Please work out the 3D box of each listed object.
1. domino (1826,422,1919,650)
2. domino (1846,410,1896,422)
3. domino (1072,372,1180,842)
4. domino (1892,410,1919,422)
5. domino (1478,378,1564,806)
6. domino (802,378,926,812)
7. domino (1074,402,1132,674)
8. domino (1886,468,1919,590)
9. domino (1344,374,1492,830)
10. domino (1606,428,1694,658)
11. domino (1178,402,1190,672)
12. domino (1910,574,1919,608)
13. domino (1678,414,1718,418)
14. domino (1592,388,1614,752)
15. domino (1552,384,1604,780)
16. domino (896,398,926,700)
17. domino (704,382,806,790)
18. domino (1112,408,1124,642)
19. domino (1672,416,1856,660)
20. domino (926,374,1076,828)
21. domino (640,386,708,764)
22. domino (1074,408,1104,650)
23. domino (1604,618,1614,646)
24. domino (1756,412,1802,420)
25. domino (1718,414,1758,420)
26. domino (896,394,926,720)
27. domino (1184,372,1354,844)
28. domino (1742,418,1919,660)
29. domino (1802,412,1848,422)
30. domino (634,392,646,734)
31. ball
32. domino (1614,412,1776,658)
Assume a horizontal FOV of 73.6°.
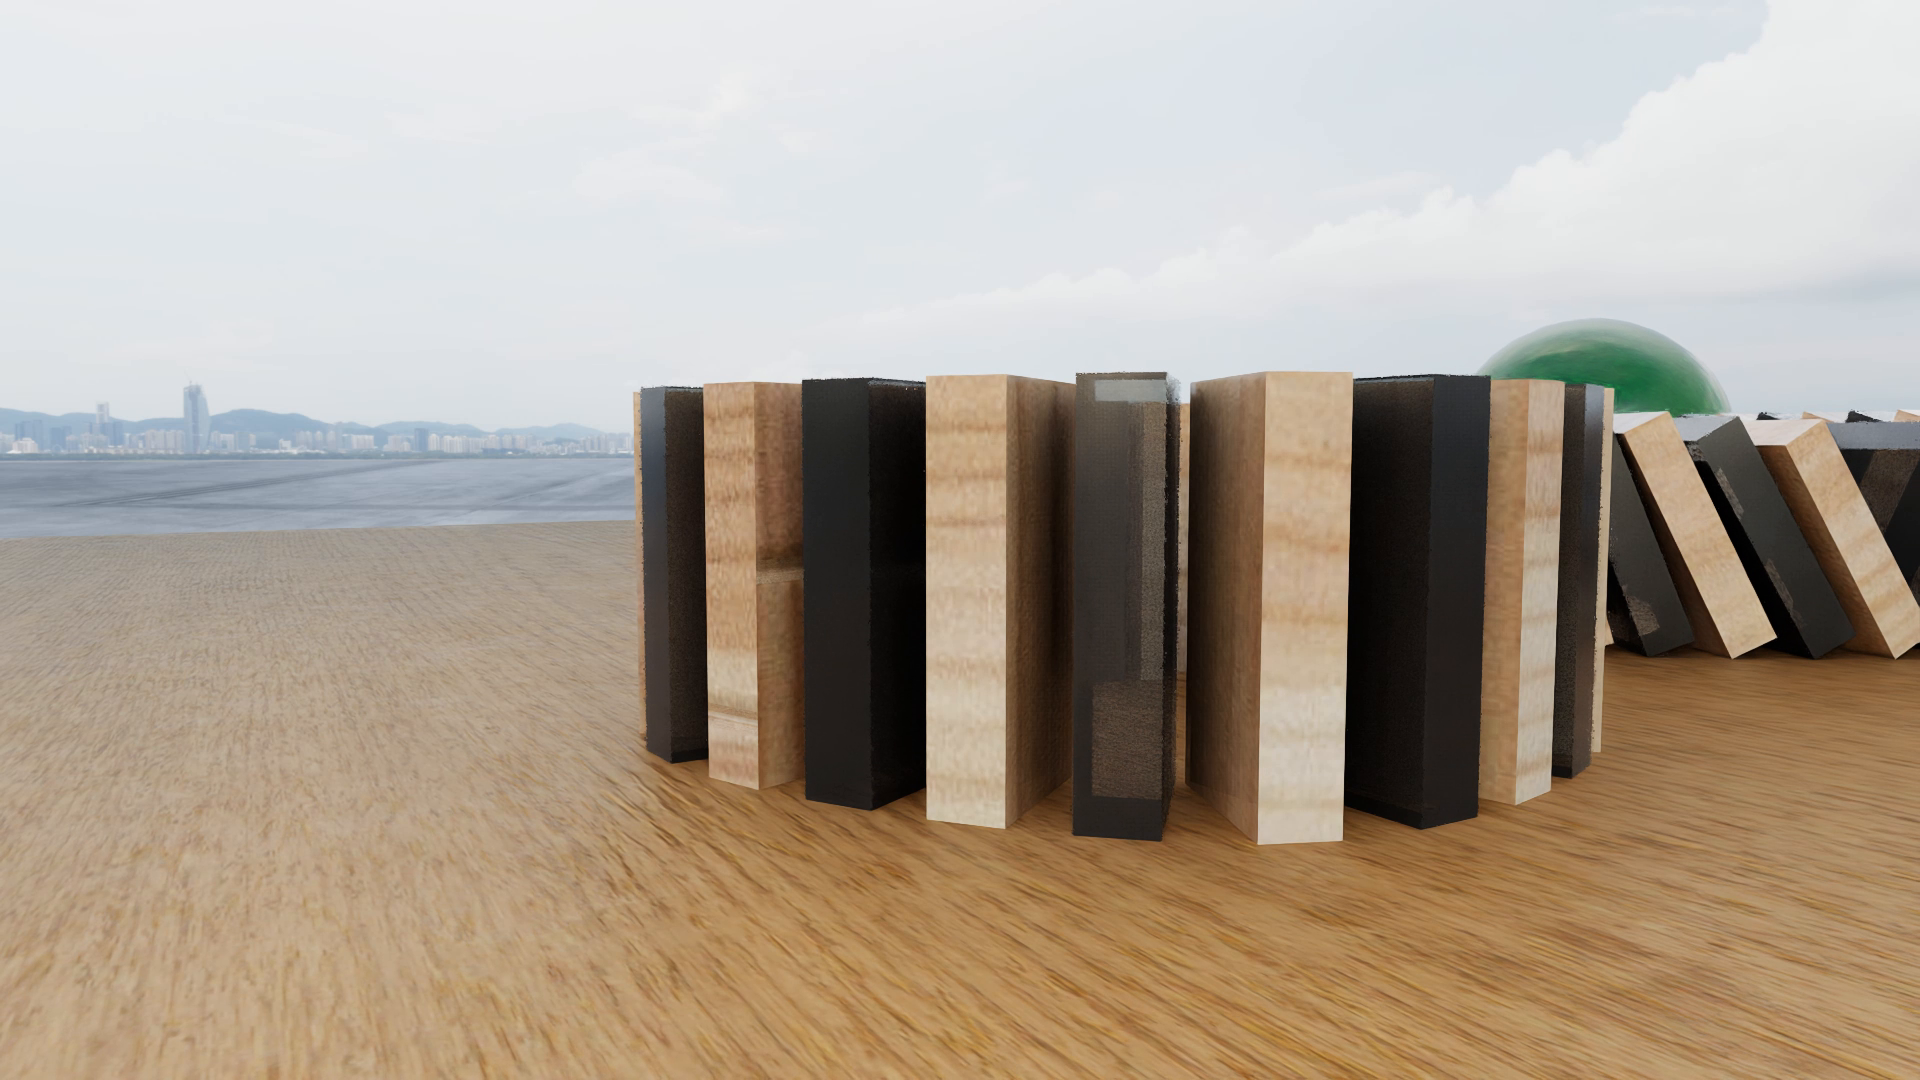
[{"bbox_3d":[0.190,0.000,0.261,0.010,0.050,0.025,-39,21,-21],"label":"domino"},{"bbox_3d":[0.215,-0.006,0.308,0.025,0.050,0.010,-2,25,-28],"label":"domino"},{"bbox_3d":[0.020,0.006,0.149,0.009,0.050,0.025,1,4,13],"label":"domino"},{"bbox_3d":[0.220,-0.005,0.299,0.025,0.050,0.009,-2,25,-28],"label":"domino"},{"bbox_3d":[0.061,0.005,0.162,0.010,0.050,0.025,-4,6,-42],"label":"domino"},{"bbox_3d":[-0.008,0.006,0.160,0.010,0.050,0.025,3,5,30],"label":"domino"},{"bbox_3d":[0.024,-0.001,0.248,0.010,0.050,0.025,-1,4,-15],"label":"domino"},{"bbox_3d":[0.223,-0.004,0.290,0.025,0.050,0.010,-2,25,-27],"label":"domino"},{"bbox_3d":[0.049,0.006,0.153,0.009,0.050,0.025,-3,5,-31],"label":"domino"},{"bbox_3d":[0.133,-0.002,0.267,0.009,0.050,0.025,-22,2,7],"label":"domino"},{"bbox_3d":[0.039,-0.001,0.251,0.010,0.050,0.025,0,4,-3],"label":"domino"},{"bbox_3d":[0.227,-0.004,0.280,0.025,0.050,0.009,-2,25,-27],"label":"domino"},{"bbox_3d":[0.195,-0.008,0.344,0.025,0.050,0.009,-2,25,-28],"label":"domino"},{"bbox_3d":[0.079,0.004,0.185,0.025,0.050,0.009,2,5,27],"label":"domino"},{"bbox_3d":[0.071,0.005,0.173,0.025,0.050,0.010,3,6,39],"label":"domino"},{"bbox_3d":[0.000,0.001,0.216,0.025,0.050,0.010,0,4,1],"label":"domino"},{"bbox_3d":[-0.020,0.005,0.169,0.010,0.050,0.025,4,6,40],"label":"domino"},{"bbox_3d":[0.039,-0.003,0.277,0.009,0.050,0.025,0,4,0],"label":"domino"},{"bbox_3d":[0.160,-0.001,0.264,0.009,0.050,0.025,-30,4,2],"label":"domino"},{"bbox_3d":[0.005,0.006,0.153,0.009,0.050,0.025,2,5,22],"label":"domino"},{"bbox_3d":[-0.031,0.004,0.180,0.025,0.050,0.010,-3,5,-33],"label":"domino"},{"bbox_3d":[0.024,-0.003,0.277,0.010,0.050,0.025,0,4,-3],"label":"domino"},{"bbox_3d":[0.121,-0.003,0.269,0.010,0.050,0.025,-17,2,9],"label":"domino"},{"bbox_3d":[0.205,-0.007,0.326,0.025,0.050,0.010,-2,25,-28],"label":"domino"},{"bbox_3d":[0.200,-0.008,0.335,0.025,0.050,0.009,-2,25,-28],"label":"domino"},{"bbox_3d":[0.000,0.002,0.201,0.025,0.050,0.010,0,4,0],"label":"domino"},{"bbox_3d":[0.035,0.006,0.148,0.009,0.050,0.025,-1,4,-8],"label":"domino"},{"bbox_3d":[0.174,-0.001,0.263,0.009,0.050,0.025,-33,9,-5],"label":"domino"},{"bbox_3d":[0.210,-0.006,0.317,0.025,0.050,0.009,-2,25,-28],"label":"domino"},{"bbox_3d":[-0.036,0.003,0.194,0.025,0.050,0.010,-1,4,-9],"label":"domino"},{"bbox_3d":[0.189,-0.027,0.388,0.080,0.080,0.080,0,4,0],"label":"ball"},{"bbox_3d":[0.147,-0.002,0.265,0.010,0.050,0.025,-27,2,5],"label":"domino"}]
